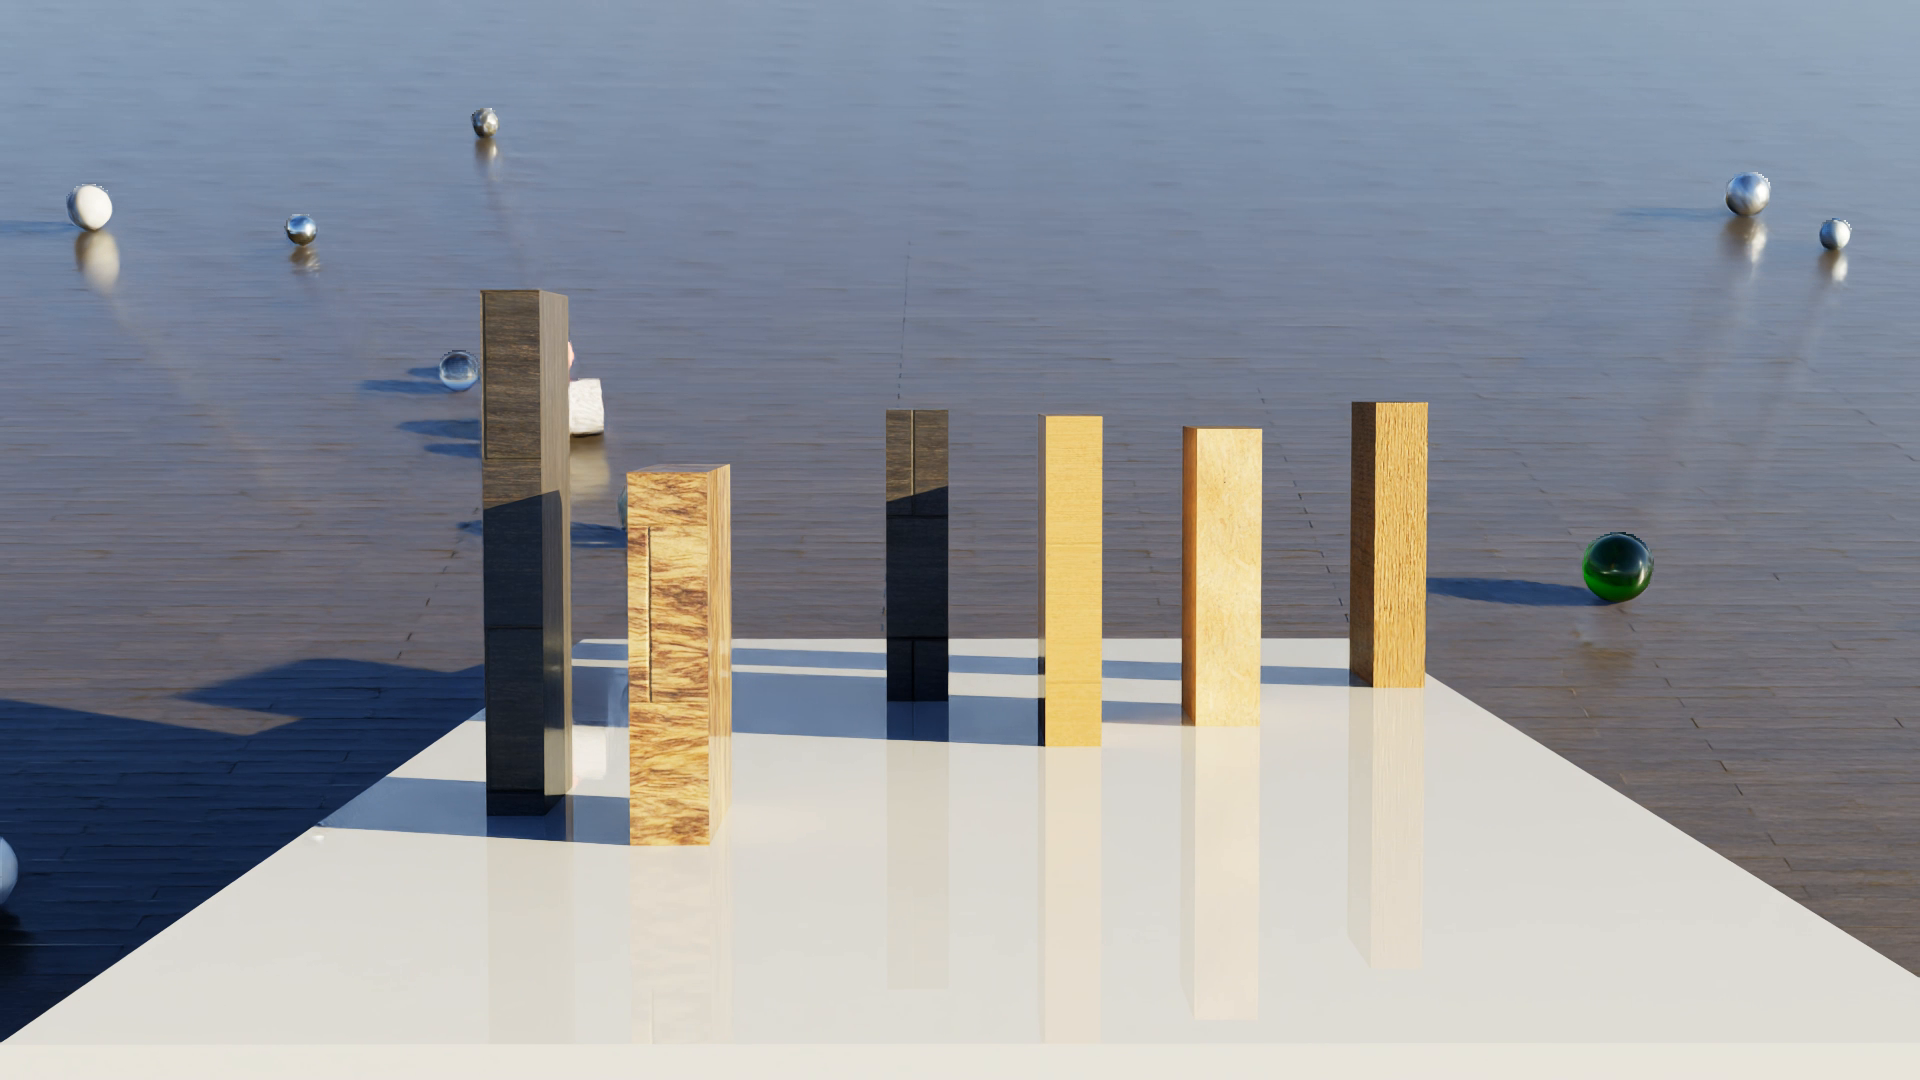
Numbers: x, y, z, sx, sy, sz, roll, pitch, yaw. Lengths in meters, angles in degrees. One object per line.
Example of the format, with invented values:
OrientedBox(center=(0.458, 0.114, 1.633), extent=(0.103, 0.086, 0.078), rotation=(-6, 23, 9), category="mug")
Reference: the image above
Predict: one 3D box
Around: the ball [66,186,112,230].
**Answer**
OrientedBox(center=(-3.788, -1.444, 11.172), extent=(0.188, 0.188, 0.188), rotation=(0, 20, 0), category="ball")

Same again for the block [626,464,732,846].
OrientedBox(center=(-0.410, 0.157, 3.787), extent=(0.112, 0.526, 0.367), rotation=(0, 4, 0), category="block")

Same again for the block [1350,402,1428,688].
OrientedBox(center=(0.937, 0.002, 5.632), extent=(0.110, 0.608, 0.336), rotation=(0, 4, 0), category="block")

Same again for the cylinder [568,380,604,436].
OrientedBox(center=(-1.267, -0.430, 8.406), extent=(0.179, 0.179, 0.179), rotation=(-5, 21, -13), category="cylinder")

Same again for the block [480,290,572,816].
OrientedBox(center=(-0.670, 0.013, 3.986), extent=(0.088, 0.790, 0.285), rotation=(0, 4, 0), category="block")

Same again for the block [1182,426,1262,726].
OrientedBox(center=(0.507, 0.063, 5.004), extent=(0.121, 0.563, 0.312), rotation=(0, 4, 0), category="block")

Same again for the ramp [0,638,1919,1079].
OrientedBox(center=(0.047, 0.424, 4.534), extent=(2.000, 0.100, 4.000), rotation=(0, 4, 0), category="ramp")

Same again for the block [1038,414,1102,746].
OrientedBox(center=(0.203, 0.062, 4.797), extent=(0.100, 0.591, 0.432), rotation=(0, 4, 0), category="block")

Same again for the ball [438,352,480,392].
OrientedBox(center=(-1.734, -0.582, 8.886), extent=(0.137, 0.137, 0.137), rotation=(0, 20, 0), category="ball")

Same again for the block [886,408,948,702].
OrientedBox(center=(-0.088, 0.021, 5.427), extent=(0.126, 0.596, 0.389), rotation=(0, 4, 0), category="block")

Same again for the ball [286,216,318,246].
OrientedBox(center=(-2.797, -1.316, 10.910), extent=(0.126, 0.126, 0.126), rotation=(0, 20, 0), category="ball")

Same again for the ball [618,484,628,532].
OrientedBox(center=(-0.890, -0.092, 7.450), extent=(0.203, 0.203, 0.203), rotation=(0, 20, 0), category="ball")

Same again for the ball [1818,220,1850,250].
OrientedBox(center=(3.686, -1.284, 10.826), extent=(0.124, 0.124, 0.124), rotation=(0, 20, 0), category="ball")

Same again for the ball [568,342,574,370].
OrientedBox(center=(-1.447, -0.647, 9.002), extent=(0.179, 0.179, 0.179), rotation=(0, 20, 0), category="ball")

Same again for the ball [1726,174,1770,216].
OrientedBox(center=(3.498, -1.532, 11.407), extent=(0.190, 0.190, 0.190), rotation=(0, 20, 0), category="ball")

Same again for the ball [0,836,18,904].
OrientedBox(center=(-2.055, 0.691, 5.346), extent=(0.178, 0.178, 0.178), rotation=(0, 20, 0), category="ball")

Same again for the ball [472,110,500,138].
OrientedBox(center=(-2.421, -2.124, 13.101), extent=(0.138, 0.138, 0.138), rotation=(0, 20, 0), category="ball")

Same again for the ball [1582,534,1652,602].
OrientedBox(center=(1.796, 0.077, 7.013), extent=(0.186, 0.186, 0.186), rotation=(0, 20, 0), category="ball")
